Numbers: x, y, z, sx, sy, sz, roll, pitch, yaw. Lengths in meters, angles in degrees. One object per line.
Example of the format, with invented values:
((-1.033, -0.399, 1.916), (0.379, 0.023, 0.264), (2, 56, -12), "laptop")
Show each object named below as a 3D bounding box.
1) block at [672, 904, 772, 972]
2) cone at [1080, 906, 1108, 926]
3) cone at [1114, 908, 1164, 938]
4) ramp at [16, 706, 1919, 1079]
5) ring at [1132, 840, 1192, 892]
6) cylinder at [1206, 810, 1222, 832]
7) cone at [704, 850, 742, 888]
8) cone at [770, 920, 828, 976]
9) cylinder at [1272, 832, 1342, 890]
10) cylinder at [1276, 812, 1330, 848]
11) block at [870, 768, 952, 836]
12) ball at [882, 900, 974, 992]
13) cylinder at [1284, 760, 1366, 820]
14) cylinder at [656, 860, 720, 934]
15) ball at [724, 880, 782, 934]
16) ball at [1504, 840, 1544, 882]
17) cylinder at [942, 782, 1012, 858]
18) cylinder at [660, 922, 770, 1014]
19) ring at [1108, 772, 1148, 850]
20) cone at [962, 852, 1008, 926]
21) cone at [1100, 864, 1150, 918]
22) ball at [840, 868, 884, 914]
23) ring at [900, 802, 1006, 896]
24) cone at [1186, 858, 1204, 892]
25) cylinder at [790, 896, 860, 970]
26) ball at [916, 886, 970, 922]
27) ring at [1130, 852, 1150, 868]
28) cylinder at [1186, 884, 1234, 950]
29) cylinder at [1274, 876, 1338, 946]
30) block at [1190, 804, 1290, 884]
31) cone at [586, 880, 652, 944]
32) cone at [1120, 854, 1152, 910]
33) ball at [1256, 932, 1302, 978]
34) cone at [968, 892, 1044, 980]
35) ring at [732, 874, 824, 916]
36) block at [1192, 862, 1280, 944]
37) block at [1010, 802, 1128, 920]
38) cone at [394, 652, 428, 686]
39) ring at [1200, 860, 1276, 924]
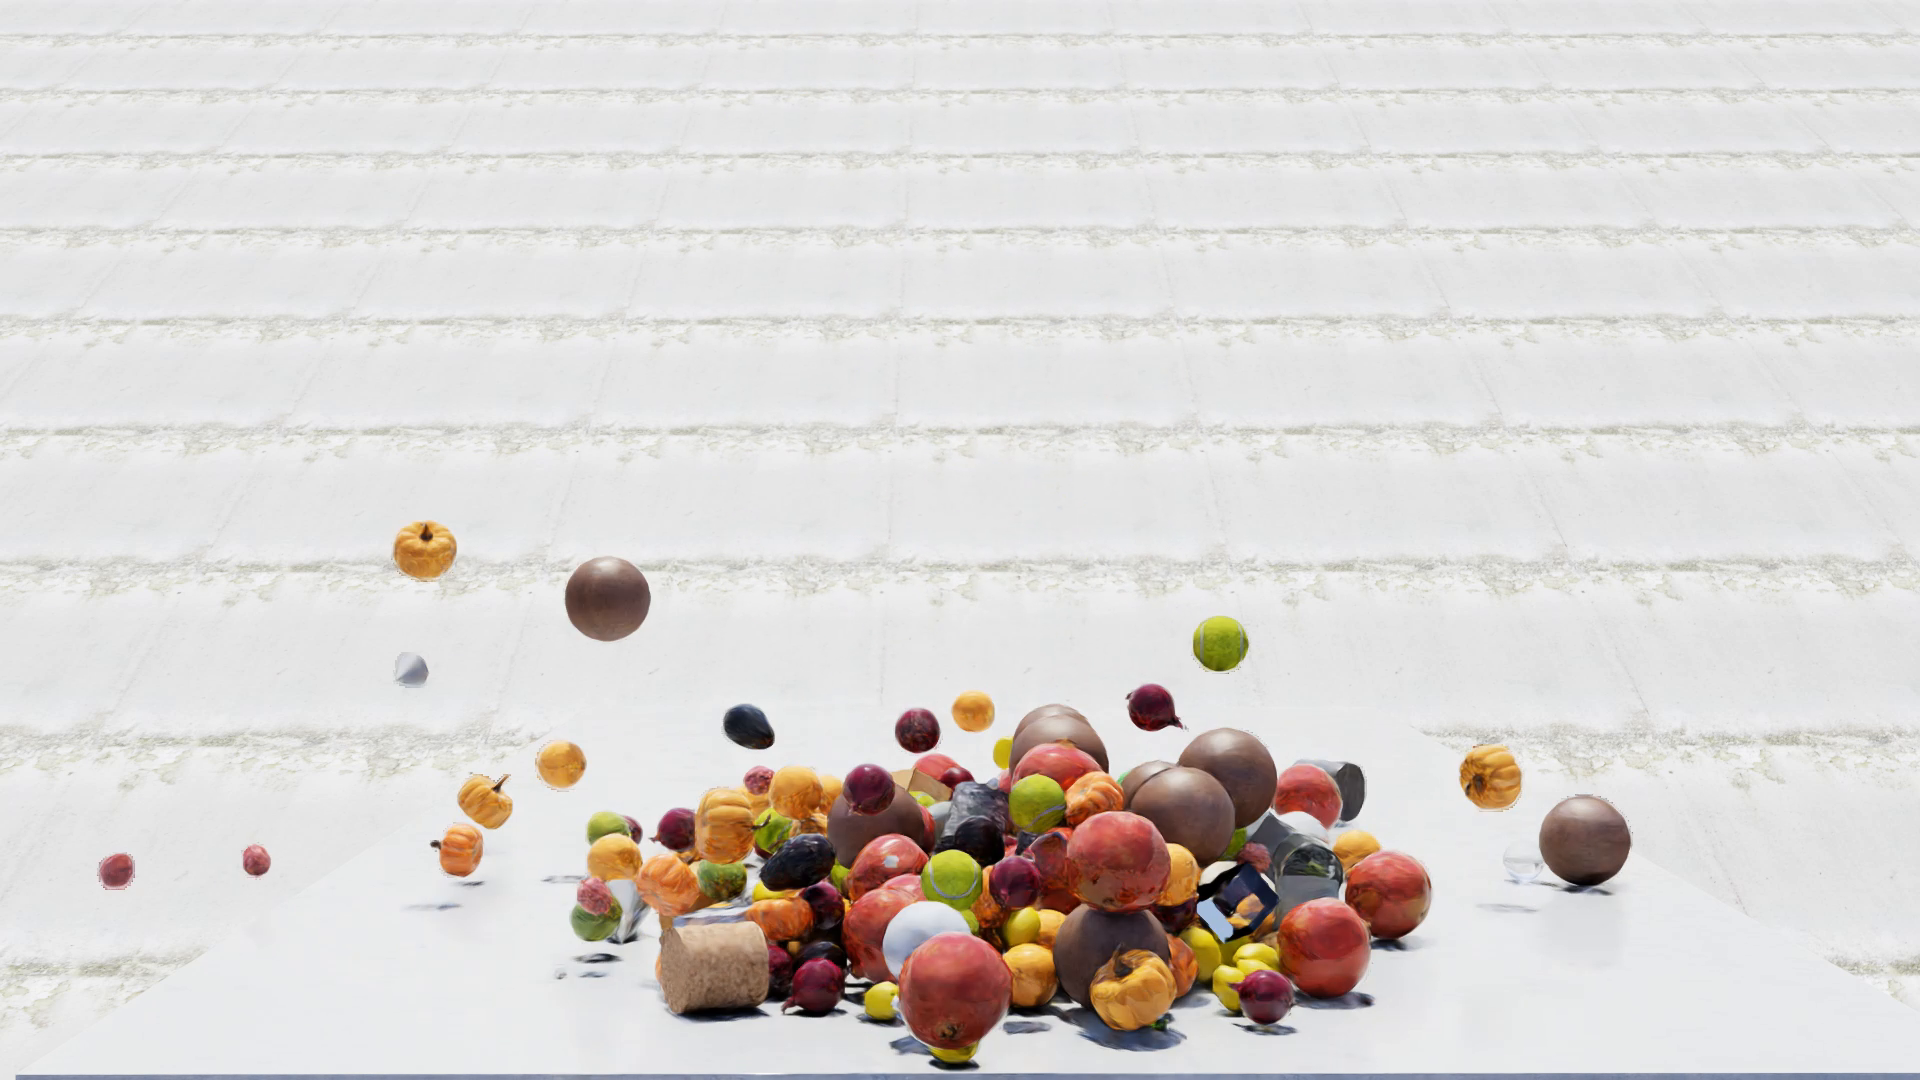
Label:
((-0.278, 0.474, 3.017), (0.080, 0.080, 0.080), (-6, -1, 22), "block")
((0.179, 0.496, 3.416), (0.054, 0.054, 0.054), (1, 28, 3), "cone")
((0.238, 0.486, 3.294), (0.058, 0.058, 0.058), (10, 27, 36), "cone")
((0.058, 0.528, 4.565), (2.000, 0.100, 4.000), (0, 2, 0), "ramp")
((0.284, 0.461, 3.640), (0.104, 0.104, 0.035), (-19, 66, -34), "ring")
((0.405, 0.449, 3.865), (0.076, 0.076, 0.076), (6, -12, 1), "cylinder")
((-0.346, 0.487, 3.712), (0.057, 0.057, 0.057), (3, 29, 6), "cone")
((-0.181, 0.490, 3.026), (0.069, 0.069, 0.069), (-8, 14, -16), "cone")
((0.448, 0.424, 3.327), (0.078, 0.078, 0.078), (-1, 5, -2), "cylinder")
((0.474, 0.449, 3.749), (0.098, 0.098, 0.098), (14, 8, 27), "cylinder")
((-0.078, 0.423, 4.140), (0.080, 0.080, 0.080), (-16, 49, 52), "block")
((-0.033, 0.429, 2.723), (0.096, 0.096, 0.096), (0, 26, 0), "ball")
((0.626, 0.428, 4.427), (0.099, 0.099, 0.099), (-1, 19, 43), "cylinder")
((-0.343, 0.458, 3.263), (0.077, 0.077, 0.077), (-4, 23, -8), "cylinder")
((-0.265, 0.473, 3.300), (0.076, 0.076, 0.076), (0, 26, 0), "ball")
((0.824, 0.468, 3.767), (0.060, 0.060, 0.060), (0, 26, 0), "ball")
((0.022, 0.376, 3.459), (0.078, 0.078, 0.078), (8, 64, 16), "cylinder")
((-0.273, 0.475, 2.868), (0.095, 0.095, 0.095), (-1, 24, -25), "cylinder")
((0.263, 0.426, 4.044), (0.043, 0.128, 0.128), (9, 25, -7), "ring")
((0.031, 0.462, 3.440), (0.091, 0.091, 0.091), (0, 2, 0), "cone")
((0.206, 0.425, 3.212), (0.065, 0.065, 0.065), (0, 36, 0), "cone")
((-0.130, 0.465, 3.419), (0.059, 0.059, 0.059), (0, 26, 0), "ball")
((-0.009, 0.436, 3.622), (0.149, 0.050, 0.149), (0, 59, 0), "ring")
((0.338, 0.486, 3.651), (0.065, 0.065, 0.065), (11, 31, 22), "cone")
((-0.162, 0.473, 3.101), (0.063, 0.063, 0.063), (-24, 20, 9), "cylinder")
((-0.024, 0.476, 3.271), (0.071, 0.071, 0.071), (0, 26, 0), "ball")
((0.290, 0.484, 3.854), (0.077, 0.026, 0.077), (-1, 1, 0), "ring")
((0.315, 0.469, 3.214), (0.060, 0.060, 0.060), (2, 21, -1), "cylinder")
((0.419, 0.450, 3.127), (0.076, 0.076, 0.076), (3, -15, 1), "cylinder")
((0.400, 0.437, 3.576), (0.094, 0.094, 0.094), (-50, 26, -22), "block")
((-0.434, 0.492, 3.296), (0.084, 0.084, 0.084), (-4, 29, -8), "cone")
((0.220, 0.462, 3.519), (0.086, 0.086, 0.086), (0, 1, 0), "cone")
((0.377, 0.490, 3.046), (0.055, 0.055, 0.055), (0, 26, 0), "ball")
((0.067, 0.471, 3.018), (0.095, 0.095, 0.095), (-18, -9, -3), "cone")
((-0.250, 0.482, 3.495), (0.130, 0.043, 0.130), (-5, 0, 0), "ring")
((0.327, 0.429, 3.050), (0.061, 0.061, 0.061), (-43, 5, -37), "block")
((0.136, 0.404, 3.253), (0.094, 0.094, 0.094), (-11, 38, -36), "block")
((-0.817, 0.199, 3.787), (0.052, 0.052, 0.052), (8, 18, 16), "cone")
((0.372, 0.469, 3.432), (0.112, 0.037, 0.112), (15, 28, -8), "ring")
